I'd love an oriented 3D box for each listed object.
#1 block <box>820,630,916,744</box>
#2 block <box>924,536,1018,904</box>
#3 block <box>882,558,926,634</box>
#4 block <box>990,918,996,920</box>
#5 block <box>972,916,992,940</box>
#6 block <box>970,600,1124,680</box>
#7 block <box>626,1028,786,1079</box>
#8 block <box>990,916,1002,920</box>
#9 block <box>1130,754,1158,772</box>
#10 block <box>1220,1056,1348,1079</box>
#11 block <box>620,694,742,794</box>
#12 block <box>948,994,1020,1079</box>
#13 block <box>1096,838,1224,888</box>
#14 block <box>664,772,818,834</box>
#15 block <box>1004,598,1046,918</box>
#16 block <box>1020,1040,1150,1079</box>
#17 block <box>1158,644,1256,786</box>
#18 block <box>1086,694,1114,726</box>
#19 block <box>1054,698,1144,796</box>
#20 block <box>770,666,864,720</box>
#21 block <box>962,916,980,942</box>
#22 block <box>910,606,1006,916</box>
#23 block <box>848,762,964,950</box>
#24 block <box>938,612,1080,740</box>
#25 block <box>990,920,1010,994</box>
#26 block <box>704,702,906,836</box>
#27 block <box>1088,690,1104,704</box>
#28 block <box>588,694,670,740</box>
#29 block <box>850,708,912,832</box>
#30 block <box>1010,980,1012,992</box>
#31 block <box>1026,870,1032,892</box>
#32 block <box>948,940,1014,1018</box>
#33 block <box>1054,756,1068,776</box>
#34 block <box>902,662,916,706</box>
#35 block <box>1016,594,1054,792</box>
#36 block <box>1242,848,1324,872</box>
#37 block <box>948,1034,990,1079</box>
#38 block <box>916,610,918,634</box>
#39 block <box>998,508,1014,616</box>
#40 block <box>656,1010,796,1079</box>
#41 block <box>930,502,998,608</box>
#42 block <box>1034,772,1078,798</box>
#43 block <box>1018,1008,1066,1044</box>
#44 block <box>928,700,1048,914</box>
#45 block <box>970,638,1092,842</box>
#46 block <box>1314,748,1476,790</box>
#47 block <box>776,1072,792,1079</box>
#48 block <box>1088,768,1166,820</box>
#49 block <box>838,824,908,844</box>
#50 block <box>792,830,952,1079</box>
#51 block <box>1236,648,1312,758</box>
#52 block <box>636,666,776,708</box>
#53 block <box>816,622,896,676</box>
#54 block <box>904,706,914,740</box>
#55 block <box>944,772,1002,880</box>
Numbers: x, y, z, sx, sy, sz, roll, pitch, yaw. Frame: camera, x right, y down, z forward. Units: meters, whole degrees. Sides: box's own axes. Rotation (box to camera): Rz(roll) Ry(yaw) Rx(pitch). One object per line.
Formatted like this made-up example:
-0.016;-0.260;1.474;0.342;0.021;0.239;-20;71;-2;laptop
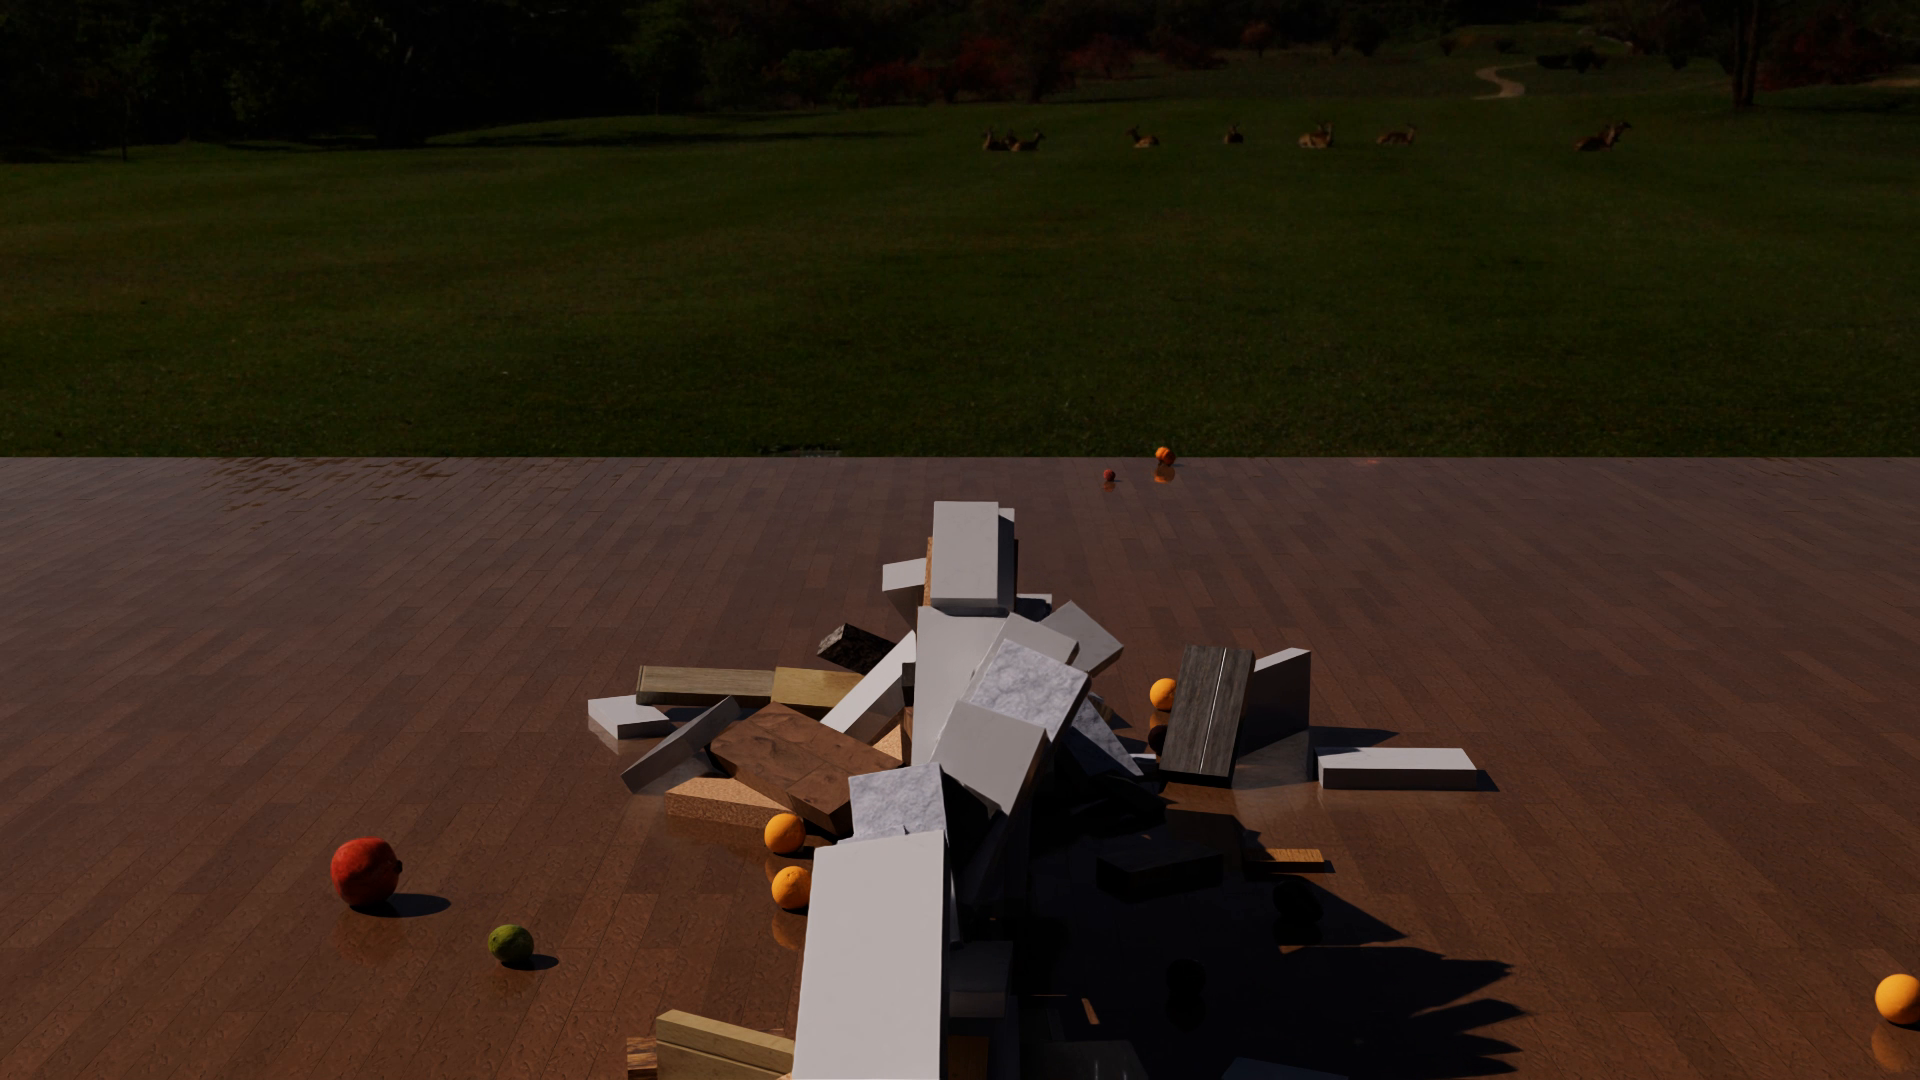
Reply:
-0.168;0.313;4.245;0.338;0.048;0.169;-45;15;-2;block
0.006;0.247;3.173;0.139;0.039;0.646;2;47;2;block
0.013;0.130;3.649;0.171;0.049;0.343;-10;-32;17;block
-0.001;0.578;3.138;0.101;0.029;0.202;0;5;2;block
0.000;0.529;3.022;0.081;0.023;0.231;0;5;-1;block
0.126;0.177;3.157;0.107;0.030;0.214;41;50;20;block
-0.342;0.703;2.979;0.214;0.030;0.107;-2;11;-9;block
-0.002;0.581;3.402;0.131;0.037;0.262;0;-4;0;block
0.325;0.445;4.395;0.134;0.019;0.067;0;11;2;block
0.429;0.721;2.907;0.153;0.022;0.077;5;12;24;block
-0.547;0.401;4.347;0.155;0.044;0.310;-33;2;15;block
0.016;0.653;2.663;0.114;0.032;0.229;0;40;0;block
0.344;0.555;3.781;0.196;0.028;0.098;-6;12;-30;block
-0.385;0.489;4.099;0.294;0.042;0.147;5;12;25;block
0.024;0.300;3.184;0.171;0.049;0.540;3;47;3;block
0.154;0.702;2.788;0.166;0.047;0.332;-2;2;-3;block
0.491;0.343;4.348;0.139;0.277;0.039;4;-29;21;block
0.116;0.288;4.516;0.421;0.044;0.155;31;-21;-34;block
0.226;0.376;4.277;0.139;0.039;0.277;-1;42;-40;block
-0.276;0.336;4.751;0.256;0.036;0.128;5;33;-1;block
-0.017;0.509;2.926;0.077;0.022;0.153;1;1;5;block
-0.002;0.298;3.074;0.131;0.037;0.512;1;47;1;block
-0.070;0.414;2.832;0.121;0.243;0.034;-10;-28;5;block
0.069;0.214;3.059;0.107;0.214;0.030;24;-20;19;block
0.004;0.562;2.961;0.114;0.032;0.267;0;5;-1;block
-0.288;0.416;4.067;0.169;0.048;0.504;-33;25;-23;block
0.148;0.297;4.747;0.310;0.044;0.155;23;1;-9;block
-0.712;0.379;4.718;0.113;0.032;0.227;-5;12;-24;block
-0.161;0.395;4.207;0.147;0.042;0.484;-37;16;9;block
0.003;0.602;2.879;0.117;0.033;0.235;0;5;5;block
0.050;0.468;3.159;0.081;0.023;0.162;2;9;-8;block
0.005;0.547;2.752;0.114;0.032;0.229;0;5;4;block
0.240;0.432;4.336;0.158;0.022;0.079;-10;14;-43;block
-0.010;0.315;3.958;0.164;0.046;0.328;-2;-31;3;block
0.054;0.226;3.318;0.171;0.049;0.343;0;47;1;block
0.558;0.555;3.807;0.134;0.019;0.067;0;11;1;block
-0.005;0.654;2.621;0.071;0.020;0.141;3;40;3;block
0.012;0.215;3.608;0.164;0.047;0.328;0;-31;0;block
0.033;0.033;3.326;0.098;0.028;0.196;1;47;1;block
-0.218;0.695;2.773;0.391;0.121;0.034;6;12;31;block
0.008;0.023;3.297;0.098;0.028;0.196;1;47;1;block
0.197;0.466;4.275;0.079;0.022;0.158;5;12;24;block
0.105;0.692;3.059;0.076;0.022;0.153;0;11;-3;block
0.008;0.352;2.919;0.131;0.261;0.037;17;-23;18;block
0.061;0.274;2.991;0.130;0.261;0.037;23;-21;20;block
0.851;0.448;4.318;0.294;0.042;0.147;0;11;2;block
-0.168;0.674;2.596;0.243;0.121;0.034;-29;36;19;block
0.313;0.476;4.113;0.134;0.019;0.067;32;28;34;block
-0.096;0.456;2.782;0.088;0.176;0.025;-14;-28;3;block
-0.099;0.527;2.552;0.166;0.047;0.520;-9;30;6;block
0.620;0.339;4.555;0.048;0.169;0.338;8;13;37;block
-0.413;0.328;4.819;0.580;0.032;0.113;3;25;-5;block
-0.090;0.282;4.602;0.408;0.036;0.128;24;-28;-19;block
-0.010;0.307;3.420;0.120;0.034;0.239;-2;12;-10;block
-0.031;0.400;2.866;0.088;0.176;0.025;28;-19;22;block
